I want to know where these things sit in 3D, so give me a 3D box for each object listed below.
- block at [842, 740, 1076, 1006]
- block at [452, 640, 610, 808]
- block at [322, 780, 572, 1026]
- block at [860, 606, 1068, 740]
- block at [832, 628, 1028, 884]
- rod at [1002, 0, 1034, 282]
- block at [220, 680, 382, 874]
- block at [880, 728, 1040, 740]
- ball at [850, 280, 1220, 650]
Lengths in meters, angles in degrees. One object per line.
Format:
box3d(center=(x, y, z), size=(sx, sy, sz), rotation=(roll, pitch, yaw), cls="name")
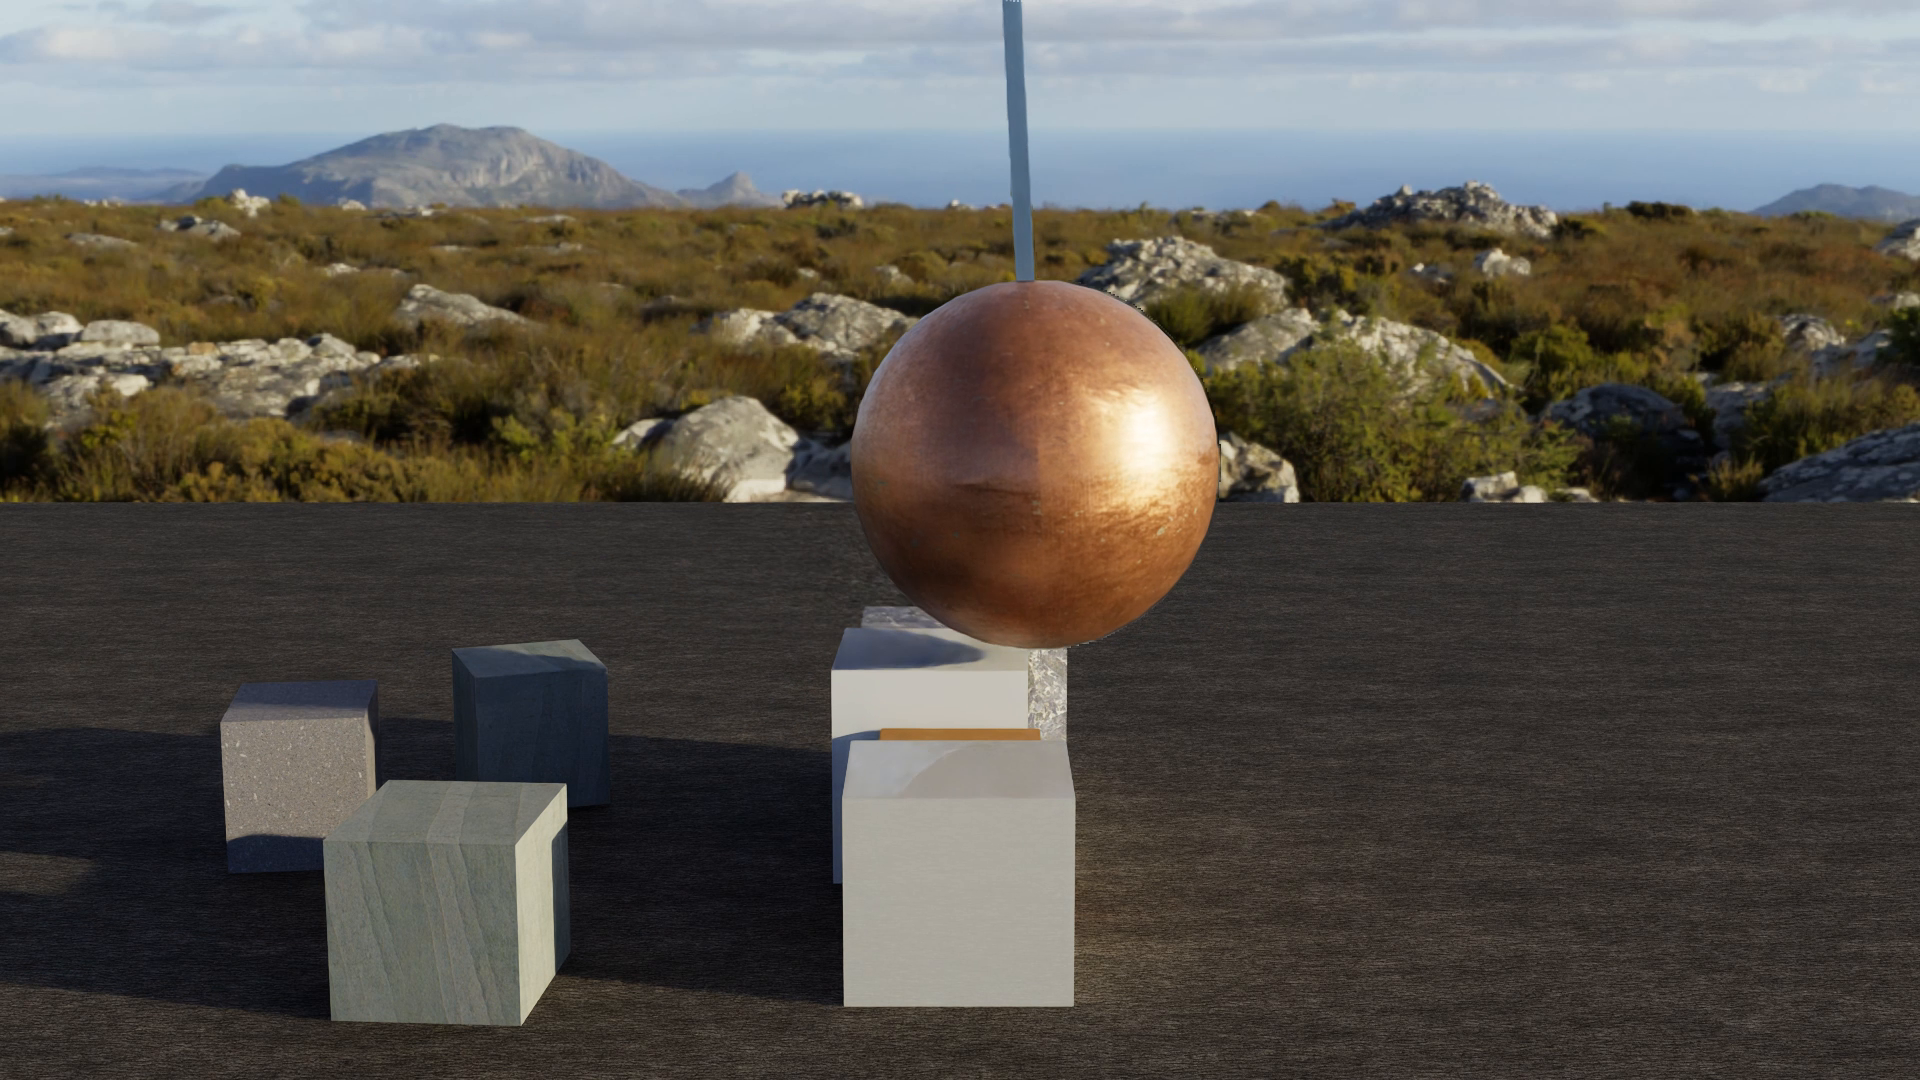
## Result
box3d(center=(-0.005, 1.299, 10.130), size=(0.876, 0.820, 0.854), rotation=(0, 10, 0), cls="block")
box3d(center=(-2.119, 0.913, 12.647), size=(0.636, 0.679, 0.672), rotation=(-4, 11, -20), cls="block")
box3d(center=(-1.969, 1.390, 9.956), size=(0.724, 0.702, 0.835), rotation=(1, 10, 4), cls="block")
box3d(center=(0.009, 0.842, 12.541), size=(0.981, 0.856, 1.007), rotation=(0, 10, 0), cls="block")
box3d(center=(-0.120, 0.960, 11.595), size=(0.850, 0.962, 0.866), rotation=(0, 10, 2), cls="block")
box3d(center=(0.140, -3.667, 10.514), size=(0.080, 5.200, 0.080), rotation=(-3, 10, 1), cls="rod")
box3d(center=(-2.999, 1.069, 11.747), size=(0.619, 0.693, 0.738), rotation=(-1, 10, -8), cls="block")
box3d(center=(0.000, 1.221, 10.871), size=(0.687, 0.708, 0.627), rotation=(0, 10, 0), cls="block")
box3d(center=(0.322, -0.326, 11.121), size=(1.600, 1.600, 1.600), rotation=(0, 10, 0), cls="ball")
